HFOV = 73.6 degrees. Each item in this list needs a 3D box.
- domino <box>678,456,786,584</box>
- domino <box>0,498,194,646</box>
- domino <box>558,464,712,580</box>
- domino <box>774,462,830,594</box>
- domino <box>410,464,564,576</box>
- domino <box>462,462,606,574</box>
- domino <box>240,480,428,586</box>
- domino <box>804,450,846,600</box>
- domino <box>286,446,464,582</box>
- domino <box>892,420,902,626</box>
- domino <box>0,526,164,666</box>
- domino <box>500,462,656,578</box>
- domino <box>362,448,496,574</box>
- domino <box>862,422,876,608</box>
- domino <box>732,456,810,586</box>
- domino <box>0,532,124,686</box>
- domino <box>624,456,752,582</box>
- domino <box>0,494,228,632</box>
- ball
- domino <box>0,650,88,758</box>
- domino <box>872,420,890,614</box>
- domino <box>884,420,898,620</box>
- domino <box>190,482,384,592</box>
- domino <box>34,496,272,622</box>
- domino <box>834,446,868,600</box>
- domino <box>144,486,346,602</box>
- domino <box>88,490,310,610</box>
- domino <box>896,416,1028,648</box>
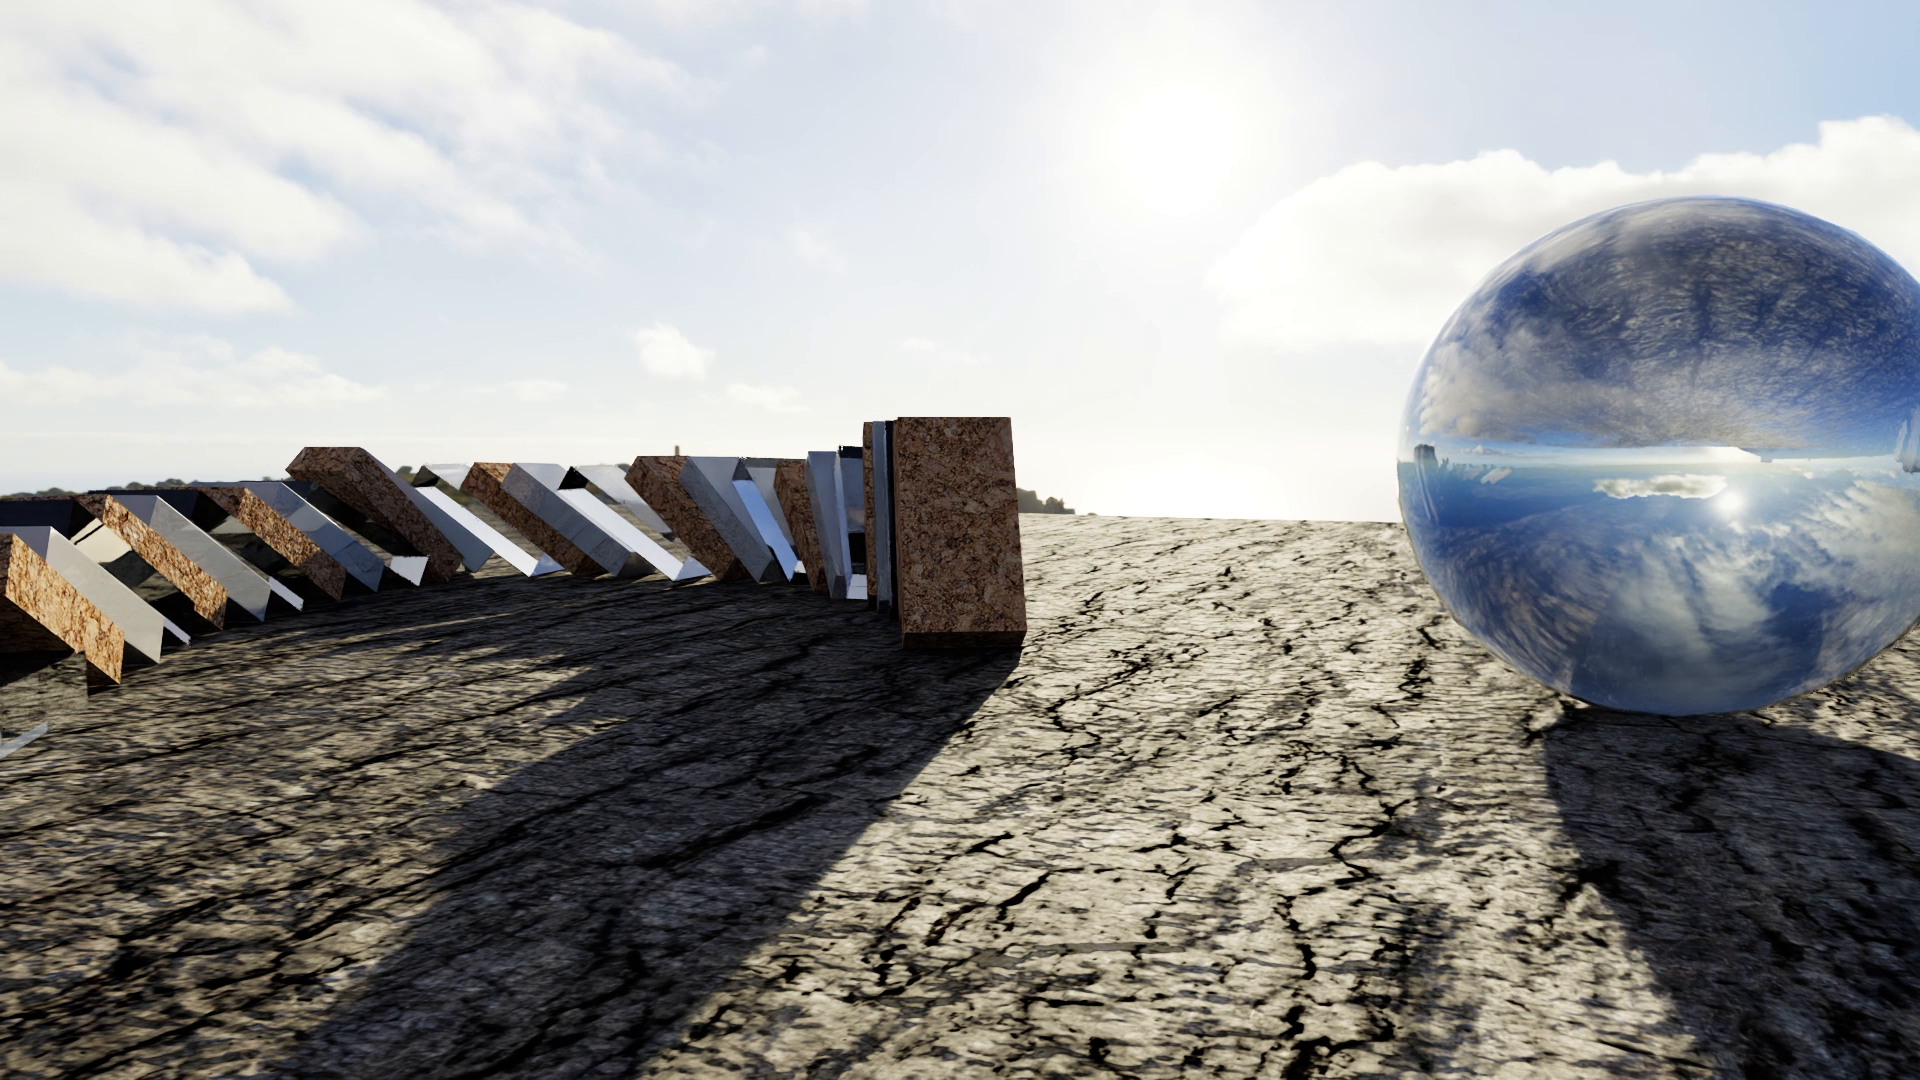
[{"bbox_3d":[-0.066,-0.007,0.408,0.025,0.009,0.050,-4,44,-49],"label":"domino"},{"bbox_3d":[-0.170,0.008,0.243,0.025,0.009,0.050,-3,-24,-9],"label":"domino"},{"bbox_3d":[-0.103,-0.006,0.415,0.050,0.009,0.025,36,14,12],"label":"domino"},{"bbox_3d":[-0.037,-0.005,0.384,0.025,0.010,0.050,-2,41,-24],"label":"domino"},{"bbox_3d":[-0.154,-0.007,0.426,0.050,0.009,0.025,35,9,5],"label":"domino"},{"bbox_3d":[-0.137,-0.008,0.425,0.050,0.010,0.025,36,11,11],"label":"domino"},{"bbox_3d":[-0.180,-0.001,0.368,0.025,0.010,0.050,1,-24,17],"label":"domino"},{"bbox_3d":[-0.028,-0.005,0.369,0.025,0.010,0.050,-1,46,-18],"label":"domino"},{"bbox_3d":[-0.176,-0.007,0.388,0.025,0.010,0.050,2,-39,28],"label":"domino"},{"bbox_3d":[-0.003,-0.005,0.307,0.025,0.050,0.010,0,-24,-6],"label":"domino"},{"bbox_3d":[-0.162,0.011,0.224,0.025,0.010,0.050,-1,-20,-13],"label":"domino"},{"bbox_3d":[-0.122,-0.007,0.417,0.050,0.010,0.025,36,11,11],"label":"domino"},{"bbox_3d":[-0.174,-0.009,0.411,0.050,0.009,0.025,43,-18,-22],"label":"domino"},{"bbox_3d":[-0.012,-0.007,0.338,0.025,0.050,0.009,-1,-24,-7],"label":"domino"},{"bbox_3d":[-0.050,-0.007,0.399,0.025,0.009,0.050,-1,41,-35],"label":"domino"},{"bbox_3d":[-0.154,0.013,0.201,0.025,0.010,0.050,-2,-20,-17],"label":"domino"},{"bbox_3d":[-0.083,-0.008,0.414,0.050,0.009,0.025,44,22,19],"label":"domino"},{"bbox_3d":[-0.175,0.006,0.262,0.025,0.010,0.050,-3,-24,-5],"label":"domino"},{"bbox_3d":[0.110,-0.013,0.200,0.080,0.080,0.080,0,4,0],"label":"ball"},{"bbox_3d":[-0.145,0.024,0.179,0.025,0.010,0.050,-1,5,-18],"label":"domino"},{"bbox_3d":[-0.009,-0.006,0.328,0.025,0.050,0.009,-1,-24,-7],"label":"domino"},{"bbox_3d":[-0.005,-0.005,0.317,0.025,0.050,0.010,-1,-24,-7],"label":"domino"},{"bbox_3d":[-0.181,0.000,0.346,0.025,0.009,0.050,0,-25,8],"label":"domino"},{"bbox_3d":[-0.179,0.005,0.285,0.025,0.009,0.050,0,-24,-1],"label":"domino"},{"bbox_3d":[-0.020,-0.005,0.357,0.025,0.010,0.050,3,46,-14],"label":"domino"},{"bbox_3d":[-0.181,0.002,0.326,0.025,0.010,0.050,0,-24,3],"label":"domino"},{"bbox_3d":[-0.181,0.003,0.306,0.025,0.009,0.050,0,-24,2],"label":"domino"},{"bbox_3d":[0.000,-0.002,0.274,0.025,0.050,0.009,0,-24,-6],"label":"domino"}]
